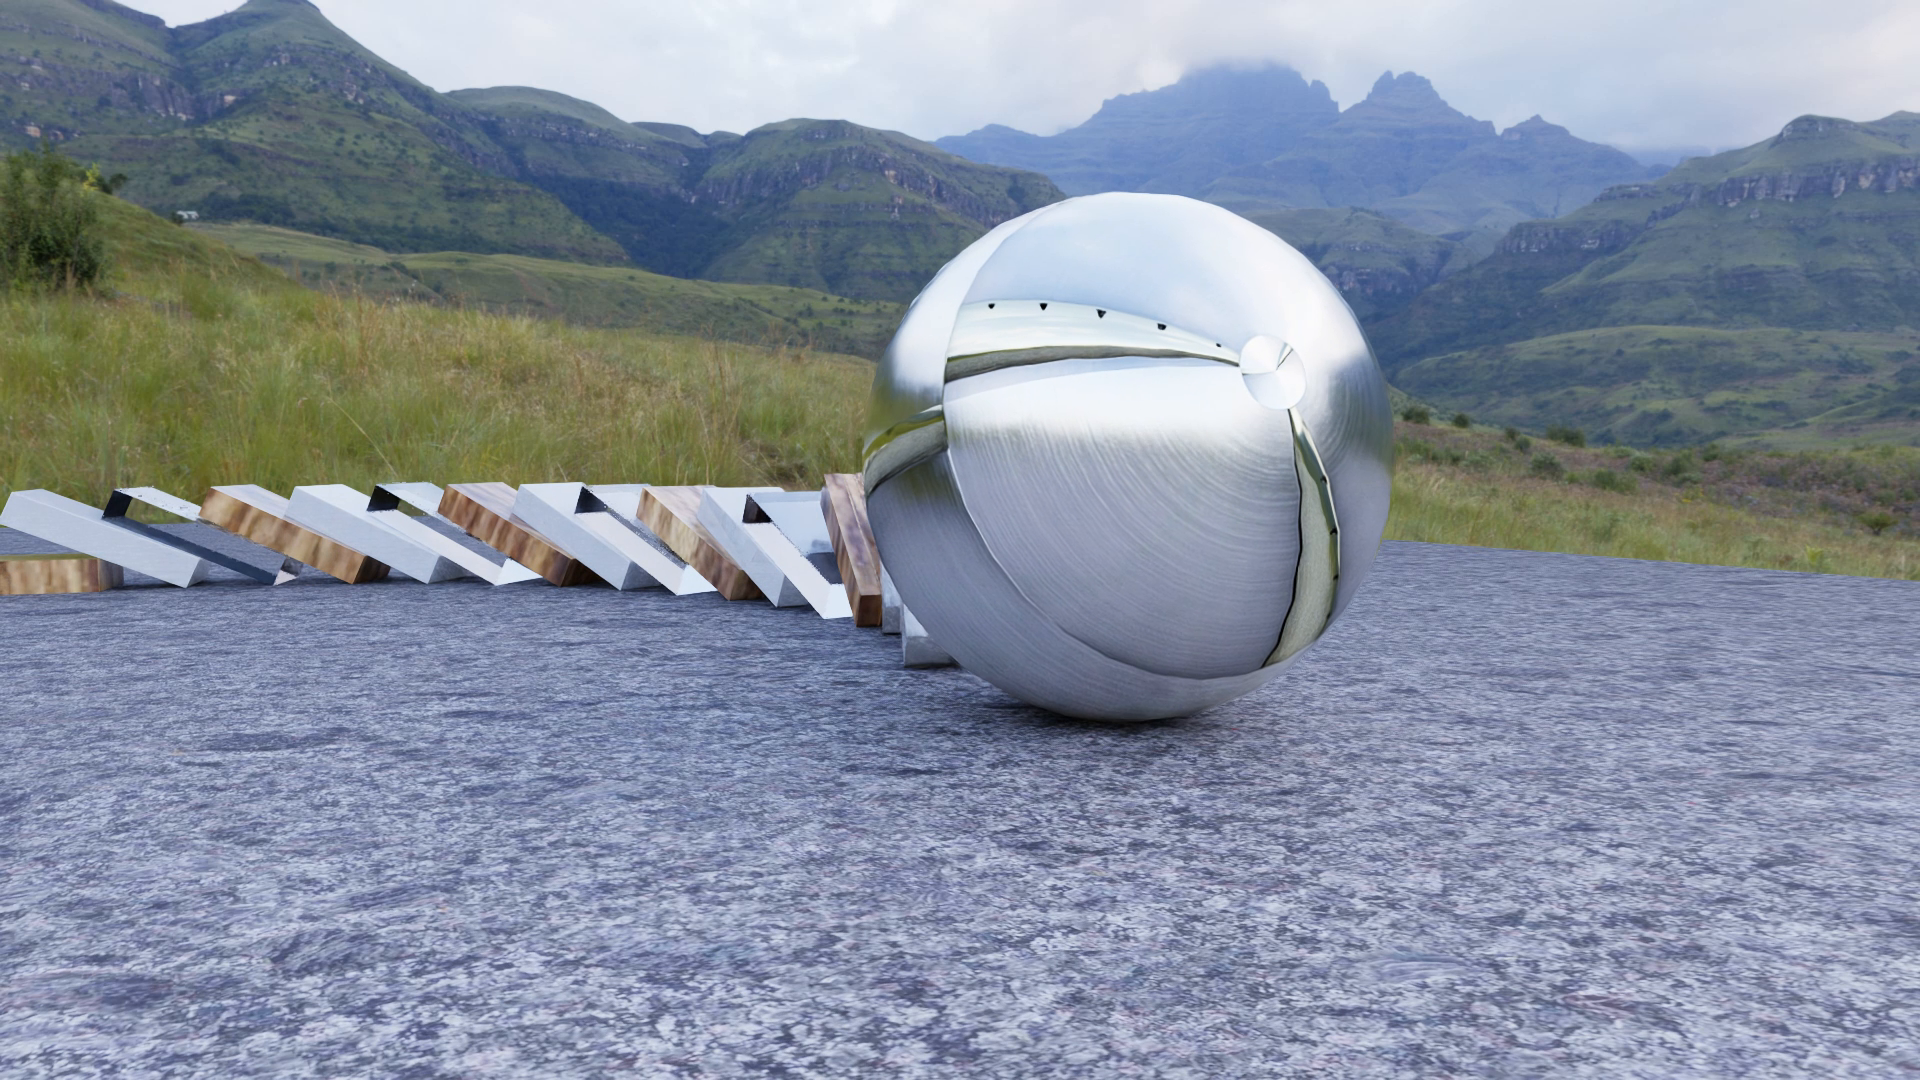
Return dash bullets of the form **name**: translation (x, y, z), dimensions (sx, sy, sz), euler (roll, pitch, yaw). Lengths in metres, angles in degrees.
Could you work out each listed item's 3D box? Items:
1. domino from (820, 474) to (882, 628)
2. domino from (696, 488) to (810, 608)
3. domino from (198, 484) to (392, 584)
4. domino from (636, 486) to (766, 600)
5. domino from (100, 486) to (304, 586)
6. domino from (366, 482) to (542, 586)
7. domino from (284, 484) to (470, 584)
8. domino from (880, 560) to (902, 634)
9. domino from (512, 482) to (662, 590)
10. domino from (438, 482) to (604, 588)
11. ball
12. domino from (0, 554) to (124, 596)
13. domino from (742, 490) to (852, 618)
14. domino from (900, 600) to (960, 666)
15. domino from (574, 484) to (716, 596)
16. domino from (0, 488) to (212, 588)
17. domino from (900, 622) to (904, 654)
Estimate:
- **domino**: translation (-0.018, 0.001, 0.318), dimensions (0.025, 0.009, 0.050), euler (-1, 37, -17)
- **domino**: translation (-0.050, 0.001, 0.354), dimensions (0.025, 0.010, 0.050), euler (-2, 30, -38)
- **domino**: translation (-0.205, -0.002, 0.400), dimensions (0.050, 0.010, 0.025), euler (25, 3, -3)
- **domino**: translation (-0.069, 0.000, 0.369), dimensions (0.025, 0.010, 0.050), euler (-4, 31, -46)
- **domino**: translation (-0.229, -0.001, 0.392), dimensions (0.050, 0.009, 0.025), euler (24, -1, -12)
- **domino**: translation (-0.157, -0.003, 0.403), dimensions (0.050, 0.009, 0.025), euler (27, 10, 11)
- **domino**: translation (-0.181, -0.002, 0.403), dimensions (0.050, 0.009, 0.025), euler (25, 6, 4)
- **domino**: translation (-0.006, -0.001, 0.301), dimensions (0.025, 0.009, 0.050), euler (0, 47, -6)
- **domino**: translation (-0.110, -0.002, 0.392), dimensions (0.050, 0.010, 0.025), euler (31, 18, 25)
- **domino**: translation (-0.134, -0.002, 0.398), dimensions (0.050, 0.009, 0.025), euler (28, 13, 16)
- **ball**: translation (0.025, -0.012, 0.198), dimensions (0.080, 0.080, 0.080), euler (0, 4, 0)
- **domino**: translation (-0.276, 0.010, 0.373), dimensions (0.050, 0.010, 0.025), euler (-1, 5, -19)
- **domino**: translation (-0.035, 0.003, 0.335), dimensions (0.025, 0.009, 0.050), euler (-3, 30, -35)
- **domino**: translation (0.000, 0.002, 0.260), dimensions (0.025, 0.009, 0.050), euler (0, 48, -6)
- **domino**: translation (-0.089, -0.001, 0.382), dimensions (0.050, 0.009, 0.025), euler (33, 22, 30)
- **domino**: translation (-0.252, -0.001, 0.382), dimensions (0.050, 0.010, 0.025), euler (24, -4, -20)
- **domino**: translation (-0.001, 0.001, 0.274), dimensions (0.025, 0.009, 0.050), euler (0, 47, -6)
